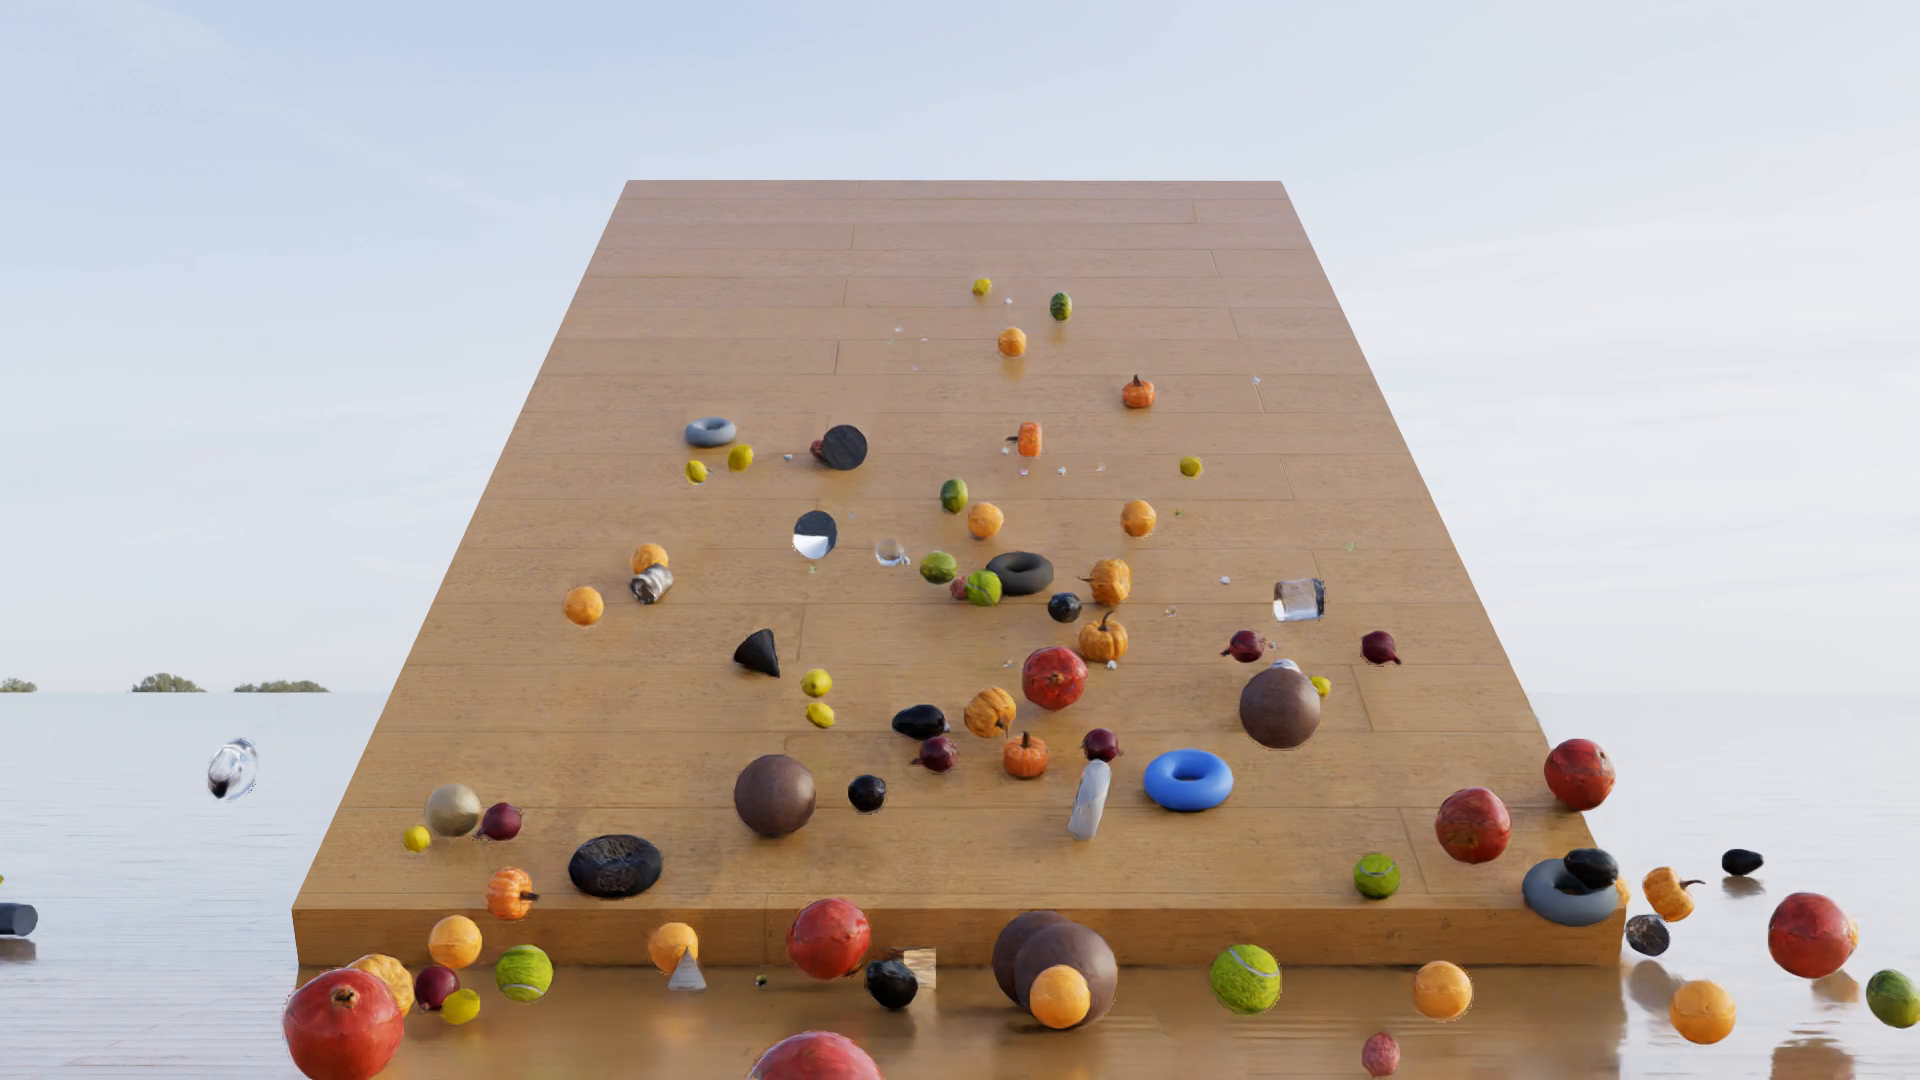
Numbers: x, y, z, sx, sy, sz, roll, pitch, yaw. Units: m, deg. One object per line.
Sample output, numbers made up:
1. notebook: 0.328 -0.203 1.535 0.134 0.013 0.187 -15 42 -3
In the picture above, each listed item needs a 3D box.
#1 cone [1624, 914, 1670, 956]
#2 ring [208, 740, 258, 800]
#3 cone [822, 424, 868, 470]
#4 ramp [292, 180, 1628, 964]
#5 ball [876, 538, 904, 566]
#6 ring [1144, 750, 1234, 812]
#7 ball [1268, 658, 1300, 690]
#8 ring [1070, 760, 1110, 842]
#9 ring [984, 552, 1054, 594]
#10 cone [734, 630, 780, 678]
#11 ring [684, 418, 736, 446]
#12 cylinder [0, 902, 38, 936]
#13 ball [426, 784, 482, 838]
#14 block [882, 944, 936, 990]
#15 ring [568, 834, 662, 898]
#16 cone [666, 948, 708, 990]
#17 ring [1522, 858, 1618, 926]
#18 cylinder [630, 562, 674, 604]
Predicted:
1. cone: 1.081 0.599 3.630 0.071 0.071 0.071 -3 18 36
2. ring: -1.264 0.400 4.055 0.037 0.112 0.112 17 2 19
3. cone: -0.259 -0.197 5.088 0.100 0.100 0.100 1 -3 -11
4. ramp: -0.008 -0.229 5.333 2.000 0.100 4.000 0 24 0
5. ball: -0.139 0.024 4.586 0.056 0.056 0.056 0 -4 0
6. ring: 0.371 0.390 3.792 0.145 0.048 0.145 -3 27 1
7. ball: 0.572 0.238 4.118 0.057 0.057 0.057 0 -4 0
8. ring: 0.203 0.408 3.653 0.044 0.131 0.131 15 -3 4
9. ring: 0.115 0.064 4.513 0.135 0.045 0.135 -1 25 0
10. cone: -0.345 0.219 4.177 0.085 0.085 0.085 -33 -26 -18
11. ring: -0.556 -0.240 5.189 0.116 0.039 0.116 -1 24 0
12. cylinder: -1.596 0.639 3.933 0.053 0.053 0.053 -1 -4 28
13. ball: -0.792 0.423 3.649 0.084 0.084 0.084 0 -4 0
14. block: -0.072 0.599 3.269 0.055 0.055 0.055 3 -5 -38
15. ring: -0.525 0.497 3.554 0.143 0.048 0.143 1 24 0
16. cone: -0.381 0.597 3.258 0.058 0.058 0.058 0 -4 0
17. ring: 0.914 0.527 3.495 0.139 0.046 0.139 0 28 0
18. cylinder: -0.586 0.083 4.440 0.059 0.059 0.059 -3 27 39
